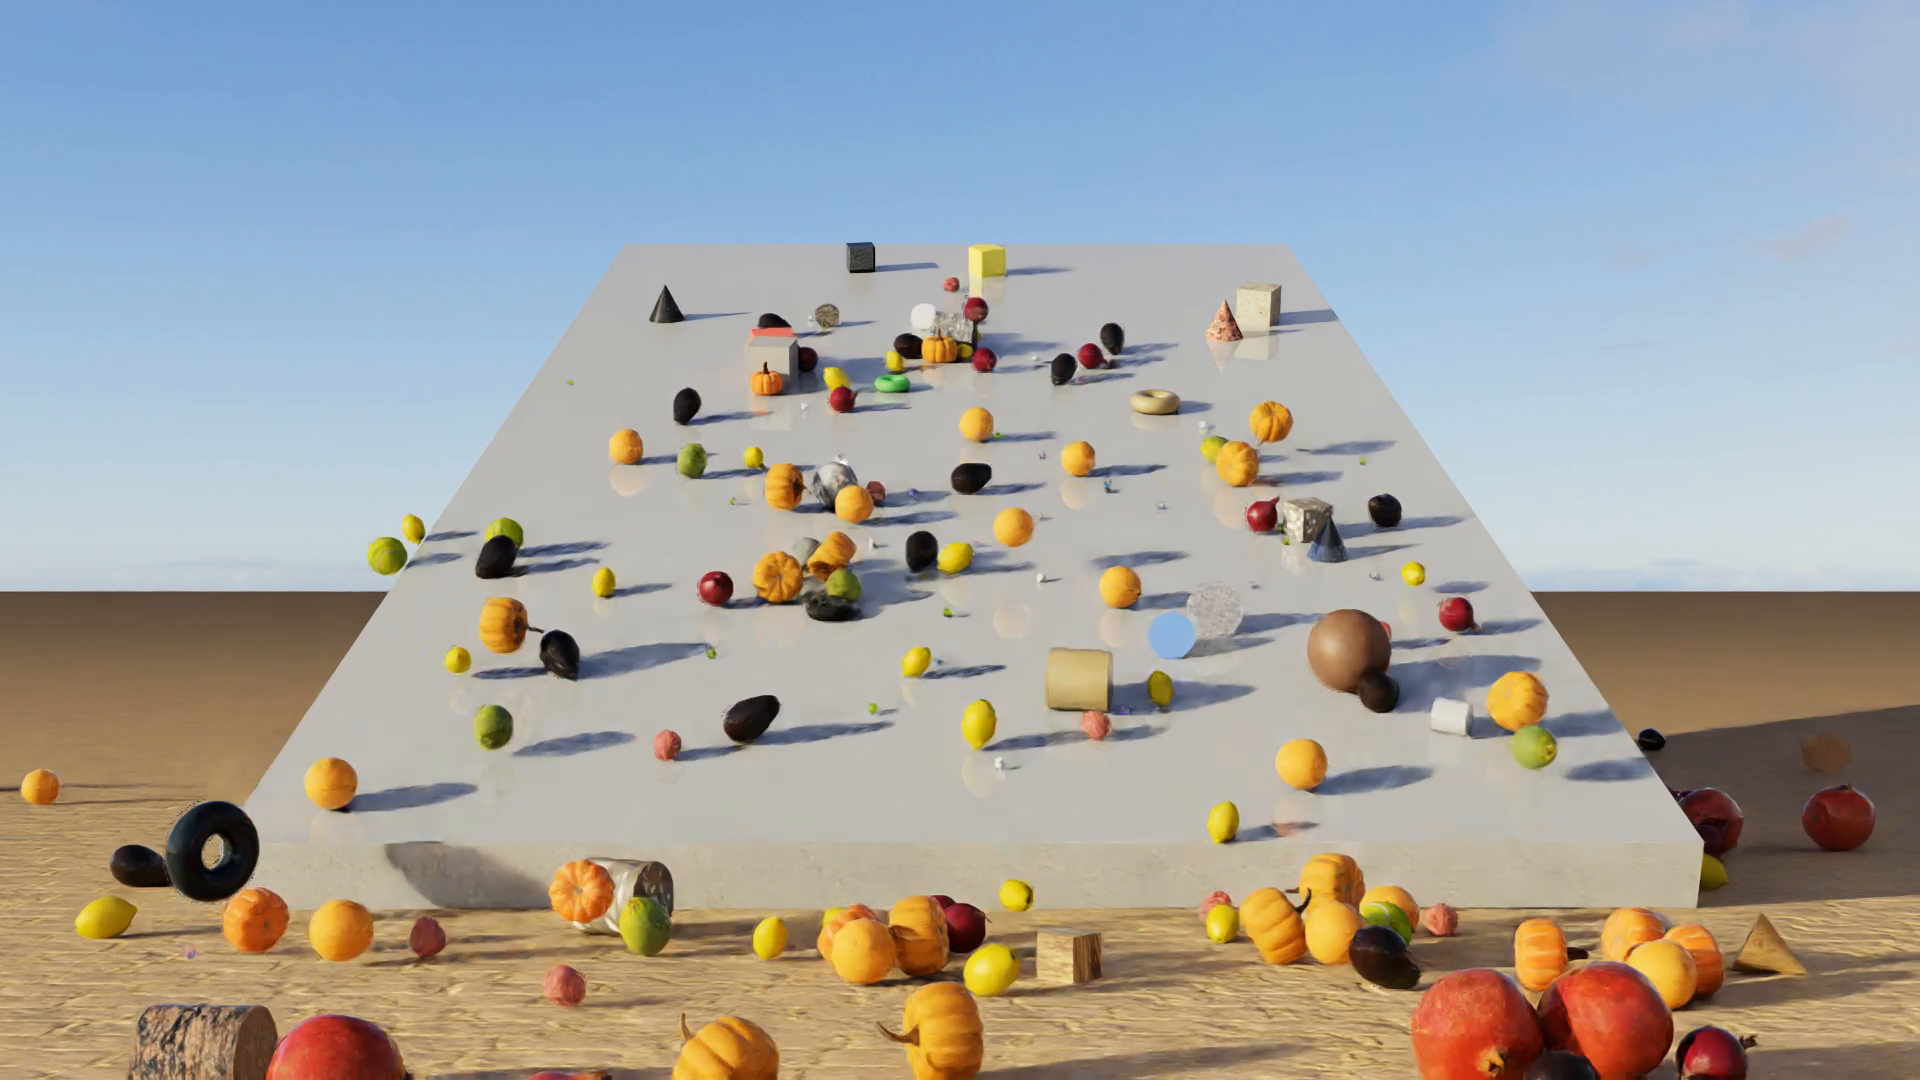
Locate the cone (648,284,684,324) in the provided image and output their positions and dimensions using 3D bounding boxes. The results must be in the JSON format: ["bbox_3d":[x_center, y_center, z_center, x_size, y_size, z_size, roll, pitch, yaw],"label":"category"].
[{"bbox_3d":[-0.766,-0.621,5.866,0.094,0.094,0.094,0,19,0],"label":"cone"}]

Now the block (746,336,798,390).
[{"bbox_3d":[-0.437,-0.415,5.260,0.100,0.100,0.100,3,19,7],"label":"block"}]

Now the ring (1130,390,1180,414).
[{"bbox_3d":[0.438,-0.310,5.056,0.114,0.038,0.114,1,18,0],"label":"ring"}]

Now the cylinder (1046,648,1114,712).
[{"bbox_3d":[0.184,0.213,3.448,0.093,0.093,0.093,3,-1,10],"label":"cylinder"}]

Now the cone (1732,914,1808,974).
[{"bbox_3d":[0.929,0.475,2.558,0.075,0.075,0.075,28,9,20],"label":"cone"}]

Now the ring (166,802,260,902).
[{"bbox_3d":[-0.962,0.401,2.900,0.044,0.131,0.131,2,0,37],"label":"ring"}]

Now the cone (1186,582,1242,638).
[{"bbox_3d":[0.419,0.122,3.793,0.096,0.096,0.096,0,-8,-7],"label":"cone"}]

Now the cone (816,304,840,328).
[{"bbox_3d":[-0.347,-0.572,5.824,0.065,0.065,0.065,0,-8,-12],"label":"cone"}]

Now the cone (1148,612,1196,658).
[{"bbox_3d":[0.347,0.160,3.695,0.077,0.077,0.077,0,-8,5],"label":"cone"}]

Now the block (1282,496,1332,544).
[{"bbox_3d":[0.651,-0.038,4.223,0.065,0.065,0.065,-9,21,-25],"label":"block"}]

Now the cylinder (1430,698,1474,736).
[{"bbox_3d":[0.735,0.264,3.367,0.051,0.051,0.051,9,3,25],"label":"cylinder"}]

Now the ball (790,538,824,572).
[{"bbox_3d":[-0.273,0.027,4.033,0.062,0.062,0.062,0,-1,0],"label":"ball"}]

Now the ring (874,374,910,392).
[{"bbox_3d":[-0.157,-0.362,5.220,0.083,0.028,0.083,1,18,0],"label":"ring"}]

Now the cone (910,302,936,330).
[{"bbox_3d":[-0.081,-0.569,5.811,0.072,0.072,0.072,0,-9,19],"label":"cone"}]

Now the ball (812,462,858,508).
[{"bbox_3d":[-0.243,-0.108,4.387,0.089,0.089,0.089,0,-1,0],"label":"ball"}]

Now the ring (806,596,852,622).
[{"bbox_3d":[-0.223,0.117,3.831,0.079,0.026,0.079,1,18,0],"label":"ring"}]

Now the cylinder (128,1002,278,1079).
[{"bbox_3d":[-0.631,0.433,1.881,0.090,0.090,0.090,0,-1,6],"label":"cylinder"}]

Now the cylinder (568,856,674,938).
[{"bbox_3d":[-0.425,0.448,2.825,0.095,0.095,0.095,0,-1,26],"label":"cylinder"}]

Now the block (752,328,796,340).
[{"bbox_3d":[-0.444,-0.448,5.366,0.094,0.094,0.094,-4,19,-11],"label":"block"}]

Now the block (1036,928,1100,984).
[{"bbox_3d":[0.122,0.465,2.524,0.051,0.051,0.051,-1,-2,41],"label":"block"}]

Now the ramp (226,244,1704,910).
[{"bbox_3d":[-0.004,-0.198,4.938,2.000,0.100,4.000,0,19,0],"label":"ramp"}]

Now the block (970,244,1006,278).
[{"bbox_3d":[0.078,-0.792,6.390,0.077,0.077,0.077,-10,21,-26],"label":"block"}]

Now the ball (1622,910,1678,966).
[{"bbox_3d":[0.799,0.461,2.609,0.062,0.062,0.062,0,-1,0],"label":"ball"}]

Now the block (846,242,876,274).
[{"bbox_3d":[-0.284,-0.808,6.440,0.073,0.073,0.073,-3,19,-10],"label":"block"}]

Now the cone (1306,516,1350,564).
[{"bbox_3d":[0.675,-0.009,4.117,0.080,0.080,0.080,0,19,0],"label":"cone"}]

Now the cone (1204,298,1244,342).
[{"bbox_3d":[0.668,-0.562,5.692,0.099,0.099,0.099,0,19,0],"label":"cone"}]

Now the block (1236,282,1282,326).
[{"bbox_3d":[0.776,-0.613,5.854,0.091,0.091,0.091,9,21,23],"label":"block"}]
